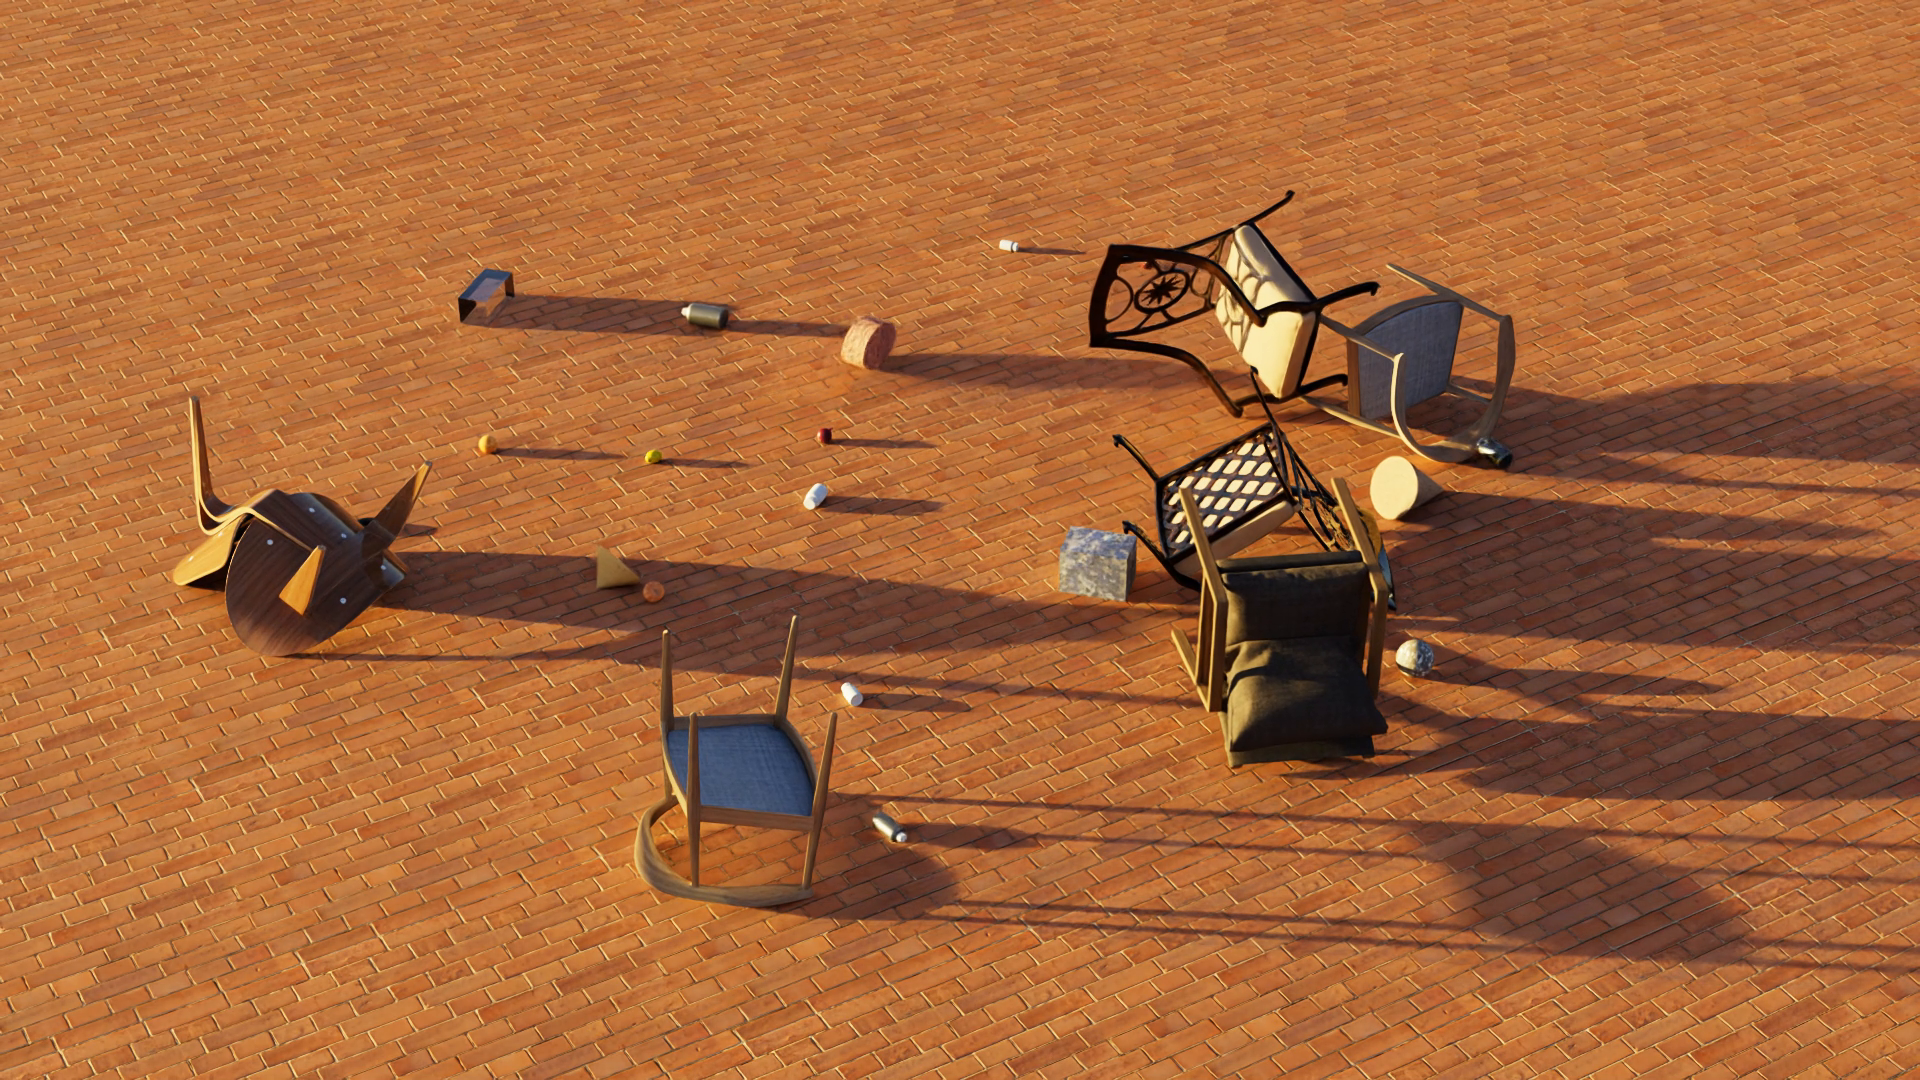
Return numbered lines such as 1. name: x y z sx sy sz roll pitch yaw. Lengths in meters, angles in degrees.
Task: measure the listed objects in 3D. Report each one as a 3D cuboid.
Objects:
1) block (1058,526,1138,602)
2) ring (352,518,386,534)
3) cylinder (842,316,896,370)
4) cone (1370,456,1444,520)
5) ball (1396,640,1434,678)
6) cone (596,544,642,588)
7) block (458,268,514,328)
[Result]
1. block: 0.501 0.086 10.647 0.247 0.183 0.163 9 34 13
2. ring: -2.217 -0.054 11.001 0.122 0.029 0.089 0 34 -1
3. cylinder: -0.374 -0.806 11.997 0.105 0.184 0.235 21 47 26
4. cone: 1.747 -0.193 11.136 0.299 0.240 0.228 1 30 -41
5. ball: 1.584 0.413 10.196 0.134 0.134 0.134 0 33 0
6. cone: -1.283 0.131 10.687 0.126 0.151 0.273 -48 47 -10
7. block: -2.000 -1.024 12.389 0.125 0.120 0.277 9 35 14
